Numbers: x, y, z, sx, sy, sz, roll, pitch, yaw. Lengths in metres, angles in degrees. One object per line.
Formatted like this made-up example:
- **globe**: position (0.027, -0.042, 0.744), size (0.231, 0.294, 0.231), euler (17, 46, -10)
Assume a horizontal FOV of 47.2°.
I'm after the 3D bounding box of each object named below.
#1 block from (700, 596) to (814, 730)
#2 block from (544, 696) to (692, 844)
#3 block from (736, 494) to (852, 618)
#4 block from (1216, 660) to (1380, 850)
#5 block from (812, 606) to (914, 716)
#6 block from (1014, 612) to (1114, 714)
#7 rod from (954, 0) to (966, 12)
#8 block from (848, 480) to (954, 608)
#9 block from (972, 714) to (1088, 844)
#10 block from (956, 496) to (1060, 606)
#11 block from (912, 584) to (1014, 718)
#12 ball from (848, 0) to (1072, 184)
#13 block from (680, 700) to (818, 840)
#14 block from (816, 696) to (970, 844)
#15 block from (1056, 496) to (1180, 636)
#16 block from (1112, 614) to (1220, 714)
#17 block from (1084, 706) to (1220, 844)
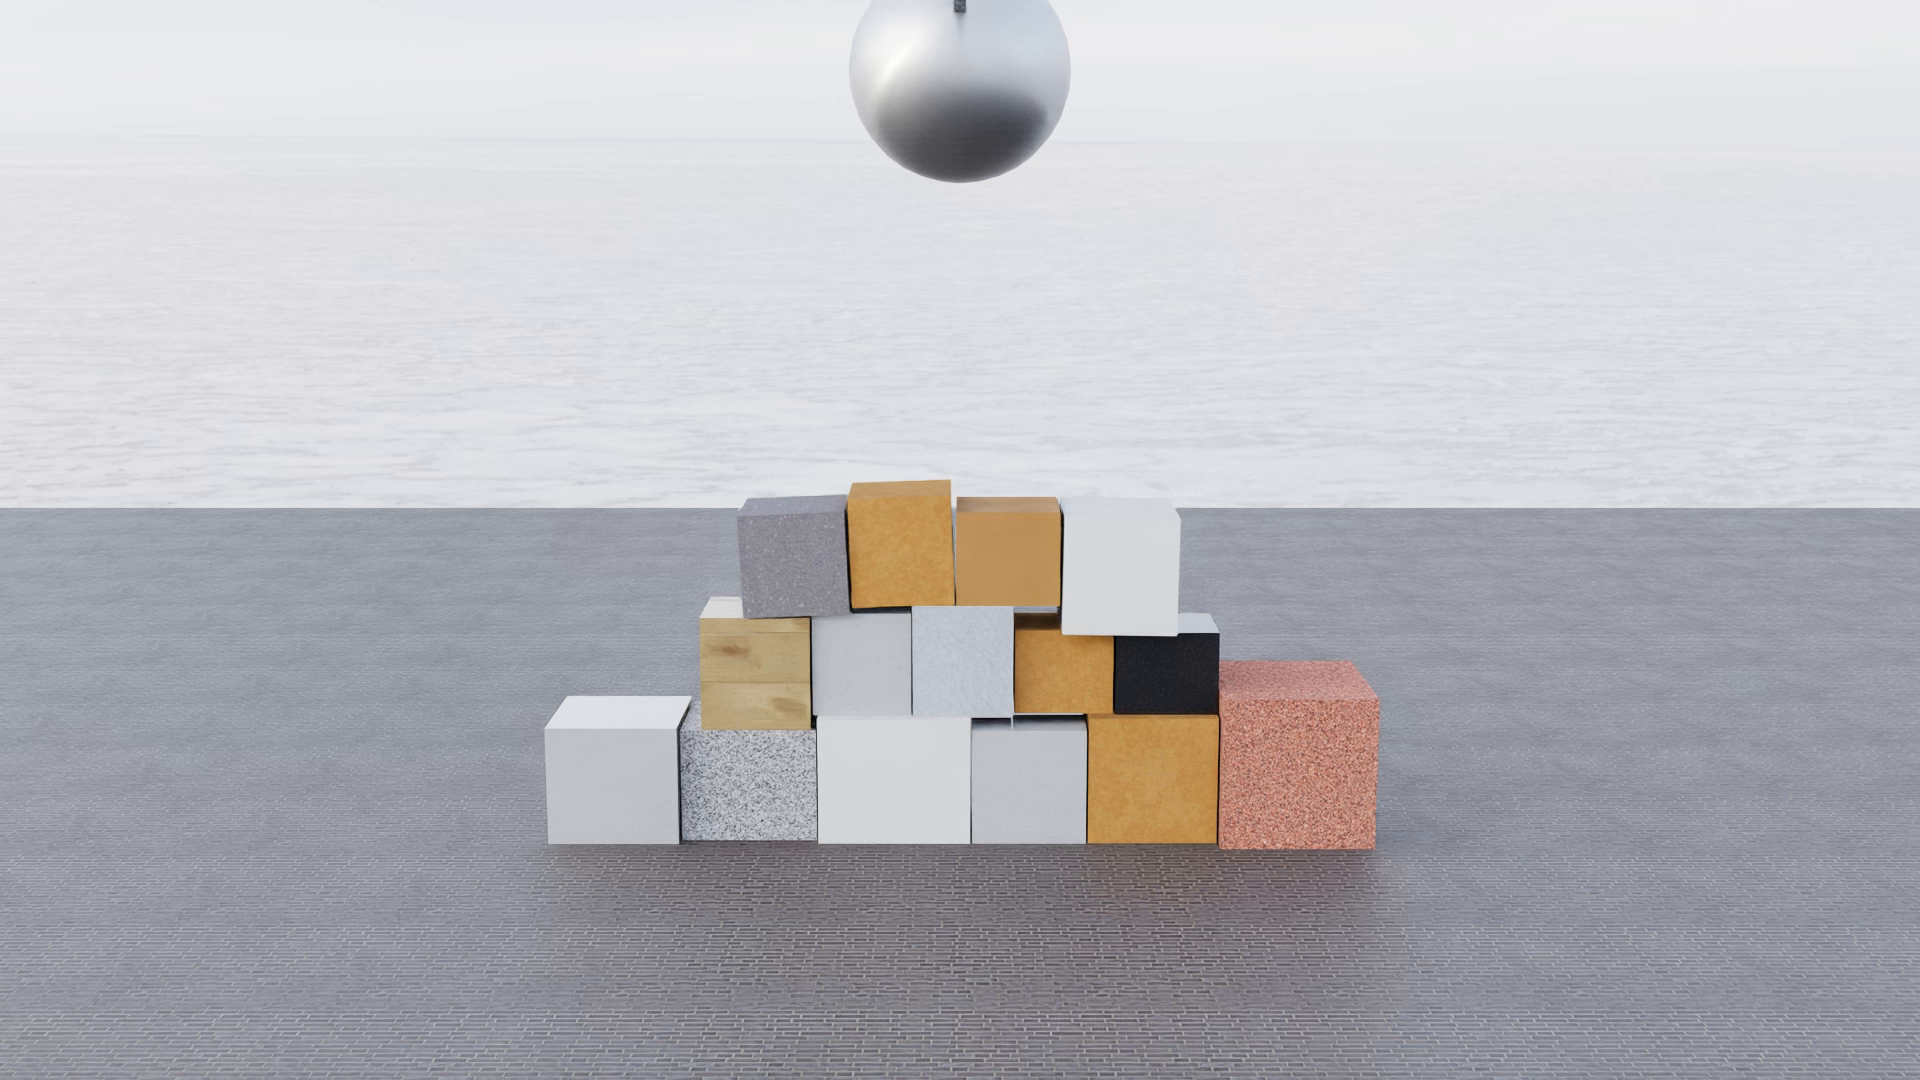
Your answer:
- **block**: position (-1.027, 0.627, 11.284), size (0.550, 0.577, 0.518), euler (0, 10, 0)
- **block**: position (-1.751, 1.182, 11.382), size (0.660, 0.602, 0.652), euler (0, 10, 0)
- **block**: position (-0.826, 0.077, 11.186), size (0.531, 0.518, 0.556), euler (-3, 10, 0)
- **block**: position (1.694, 1.097, 11.372), size (0.773, 0.773, 0.835), euler (0, 10, 0)
- **block**: position (-0.494, 0.582, 11.300), size (0.496, 0.523, 0.508), euler (0, 10, 0)
- **block**: position (0.525, 0.628, 11.293), size (0.496, 0.429, 0.419), euler (0, 10, 0)
- **rod**: position (0.000, -4.560, 12.622), size (0.080, 0.080, 5.200), euler (0, -20, 0)
- **block**: position (-0.292, 0.012, 11.183), size (0.512, 0.549, 0.527), euler (-2, 10, 0)
- **block**: position (0.349, 1.188, 11.388), size (0.575, 0.588, 0.649), euler (0, 10, 0)
- **block**: position (0.241, 0.052, 11.171), size (0.514, 0.471, 0.500), euler (0, 10, 0)
- **block**: position (0.015, 0.562, 11.277), size (0.503, 0.571, 0.550), euler (0, 10, 0)
- **ball**: position (0.000, -3.370, 15.807), size (1.600, 1.600, 1.600), euler (0, 10, 0)
- **block**: position (-1.068, 1.189, 11.415), size (0.685, 0.576, 0.594), euler (0, 10, 0)
- **block**: position (-0.332, 1.161, 11.378), size (0.768, 0.644, 0.642), euler (0, 10, 0)
- **block**: position (0.798, 0.127, 11.200), size (0.572, 0.590, 0.643), euler (1, 10, 0)
- **block**: position (1.042, 0.633, 11.282), size (0.519, 0.423, 0.461), euler (0, 10, 0)
- **block**: position (0.972, 1.156, 11.396), size (0.651, 0.648, 0.661), euler (0, 10, 0)
